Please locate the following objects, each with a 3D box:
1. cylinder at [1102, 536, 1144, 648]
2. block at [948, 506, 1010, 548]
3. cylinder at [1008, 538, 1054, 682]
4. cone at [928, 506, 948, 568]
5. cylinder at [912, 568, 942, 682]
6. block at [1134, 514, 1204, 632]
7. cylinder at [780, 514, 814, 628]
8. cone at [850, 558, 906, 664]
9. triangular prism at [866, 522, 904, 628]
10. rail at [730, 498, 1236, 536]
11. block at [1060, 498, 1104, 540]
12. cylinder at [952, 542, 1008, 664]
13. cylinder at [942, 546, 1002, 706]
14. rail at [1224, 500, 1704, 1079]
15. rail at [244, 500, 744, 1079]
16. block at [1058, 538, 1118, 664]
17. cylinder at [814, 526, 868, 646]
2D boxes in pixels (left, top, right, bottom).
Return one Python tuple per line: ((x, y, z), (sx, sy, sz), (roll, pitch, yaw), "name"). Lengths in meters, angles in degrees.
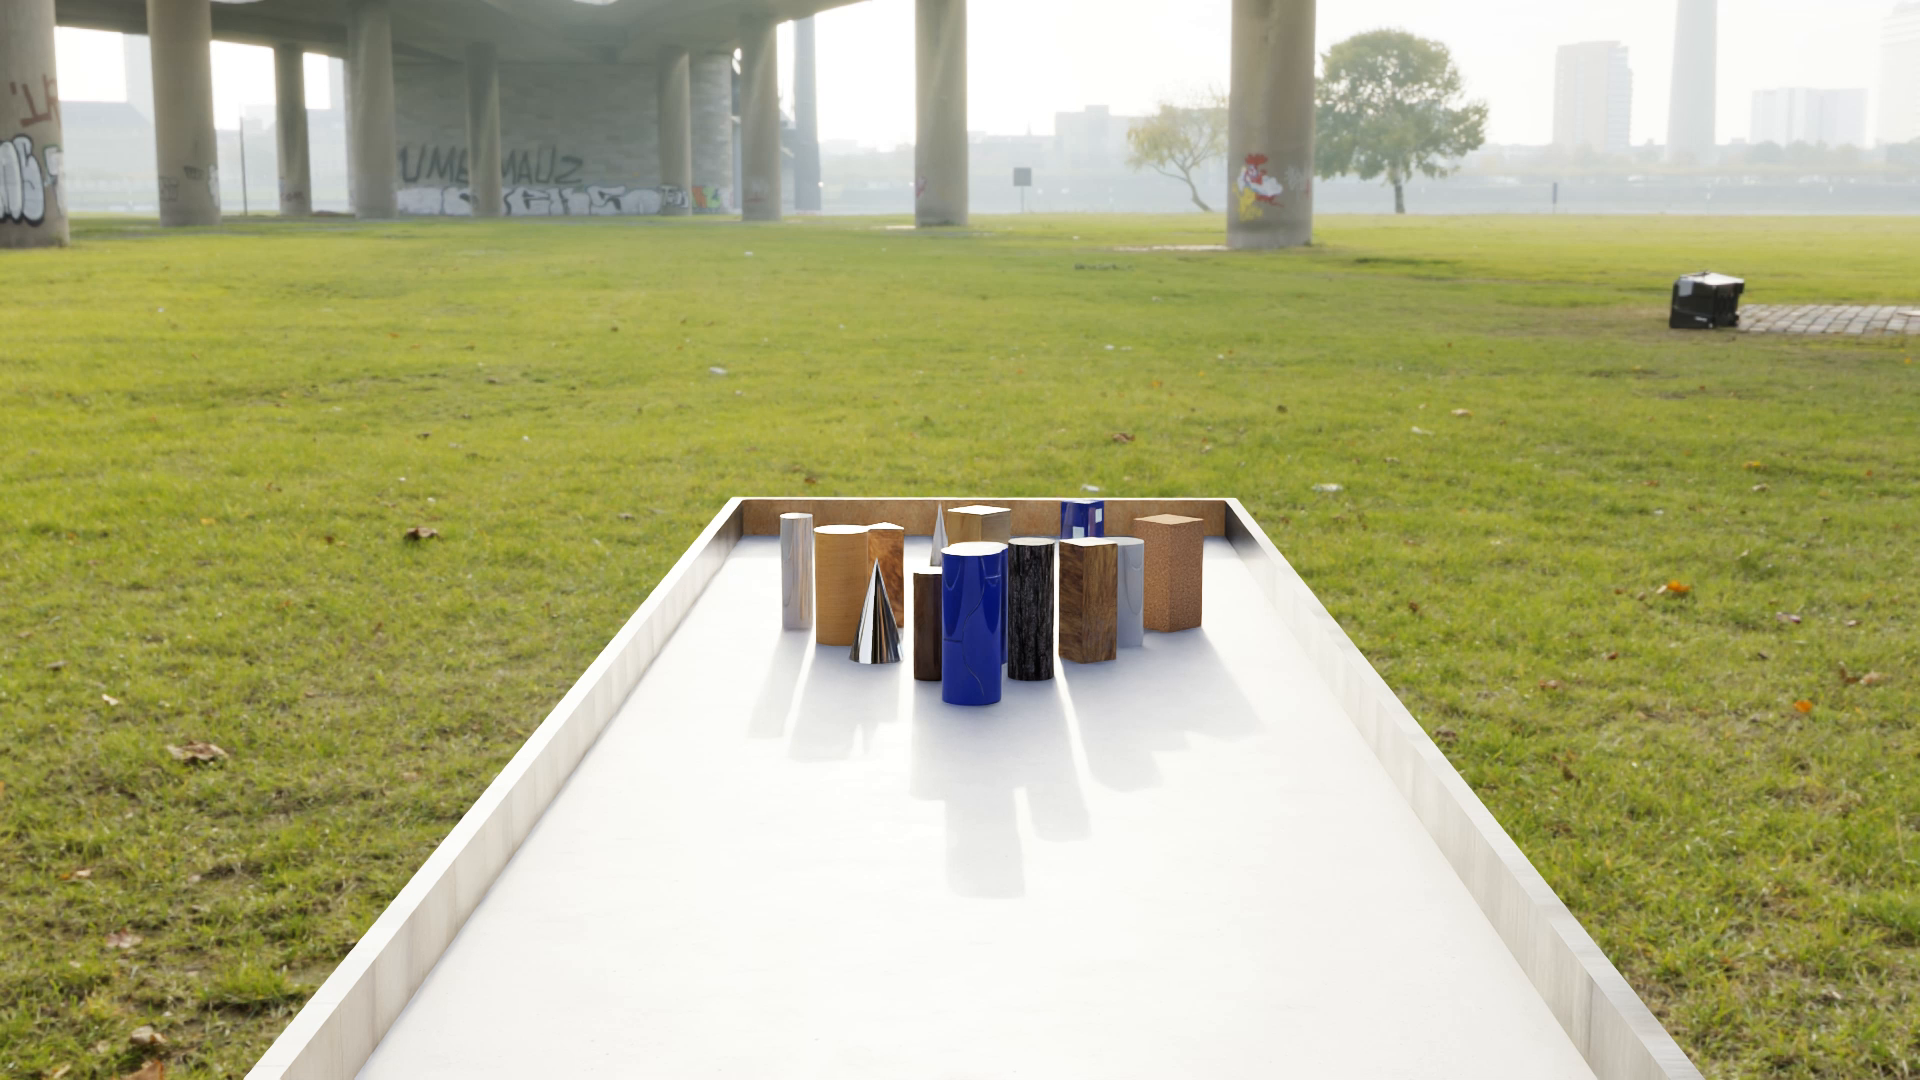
((0.497, 0.164, 6.933), (0.164, 0.326, 0.164), (0, 9, 0), "cylinder")
((0.063, 0.091, 7.213), (0.145, 0.383, 0.145), (8, 12, 41), "block")
((0.209, 0.203, 6.449), (0.137, 0.402, 0.137), (0, 9, 0), "cylinder")
((-0.063, 0.101, 6.932), (0.157, 0.450, 0.157), (0, 9, 0), "cone")
((-0.082, 0.246, 6.440), (0.113, 0.319, 0.113), (0, 9, 0), "cylinder")
((0.681, 0.107, 7.198), (0.162, 0.355, 0.162), (-8, 12, -43), "block")
((-0.534, 0.101, 7.203), (0.106, 0.366, 0.106), (0, 9, 0), "cylinder")
((-0.254, 0.206, 6.710), (0.174, 0.313, 0.174), (0, 9, 0), "cone")
((-0.250, 0.115, 7.232), (0.140, 0.329, 0.121), (0, 9, 3), "triangular prism")
((0.099, -0.098, 9.147), (2.100, 0.150, 0.050), (0, 9, 1), "rail")
((0.400, 0.076, 7.207), (0.104, 0.414, 0.104), (6, 11, 32), "block")
((0.059, 0.193, 6.665), (0.176, 0.352, 0.176), (0, 9, 0), "cylinder")
((0.032, 0.238, 6.154), (0.168, 0.423, 0.168), (0, 9, 0), "cylinder")
((1.046, 0.843, 3.208), (0.050, 0.150, 12.000), (0, 9, 1), "rail")
((-1.004, 0.839, 3.234), (0.050, 0.150, 12.000), (0, 9, 1), "rail")
((0.389, 0.183, 6.703), (0.127, 0.361, 0.127), (-6, 11, -32), "block")
((-0.374, 0.143, 6.963), (0.171, 0.358, 0.171), (0, 9, 0), "cylinder")
